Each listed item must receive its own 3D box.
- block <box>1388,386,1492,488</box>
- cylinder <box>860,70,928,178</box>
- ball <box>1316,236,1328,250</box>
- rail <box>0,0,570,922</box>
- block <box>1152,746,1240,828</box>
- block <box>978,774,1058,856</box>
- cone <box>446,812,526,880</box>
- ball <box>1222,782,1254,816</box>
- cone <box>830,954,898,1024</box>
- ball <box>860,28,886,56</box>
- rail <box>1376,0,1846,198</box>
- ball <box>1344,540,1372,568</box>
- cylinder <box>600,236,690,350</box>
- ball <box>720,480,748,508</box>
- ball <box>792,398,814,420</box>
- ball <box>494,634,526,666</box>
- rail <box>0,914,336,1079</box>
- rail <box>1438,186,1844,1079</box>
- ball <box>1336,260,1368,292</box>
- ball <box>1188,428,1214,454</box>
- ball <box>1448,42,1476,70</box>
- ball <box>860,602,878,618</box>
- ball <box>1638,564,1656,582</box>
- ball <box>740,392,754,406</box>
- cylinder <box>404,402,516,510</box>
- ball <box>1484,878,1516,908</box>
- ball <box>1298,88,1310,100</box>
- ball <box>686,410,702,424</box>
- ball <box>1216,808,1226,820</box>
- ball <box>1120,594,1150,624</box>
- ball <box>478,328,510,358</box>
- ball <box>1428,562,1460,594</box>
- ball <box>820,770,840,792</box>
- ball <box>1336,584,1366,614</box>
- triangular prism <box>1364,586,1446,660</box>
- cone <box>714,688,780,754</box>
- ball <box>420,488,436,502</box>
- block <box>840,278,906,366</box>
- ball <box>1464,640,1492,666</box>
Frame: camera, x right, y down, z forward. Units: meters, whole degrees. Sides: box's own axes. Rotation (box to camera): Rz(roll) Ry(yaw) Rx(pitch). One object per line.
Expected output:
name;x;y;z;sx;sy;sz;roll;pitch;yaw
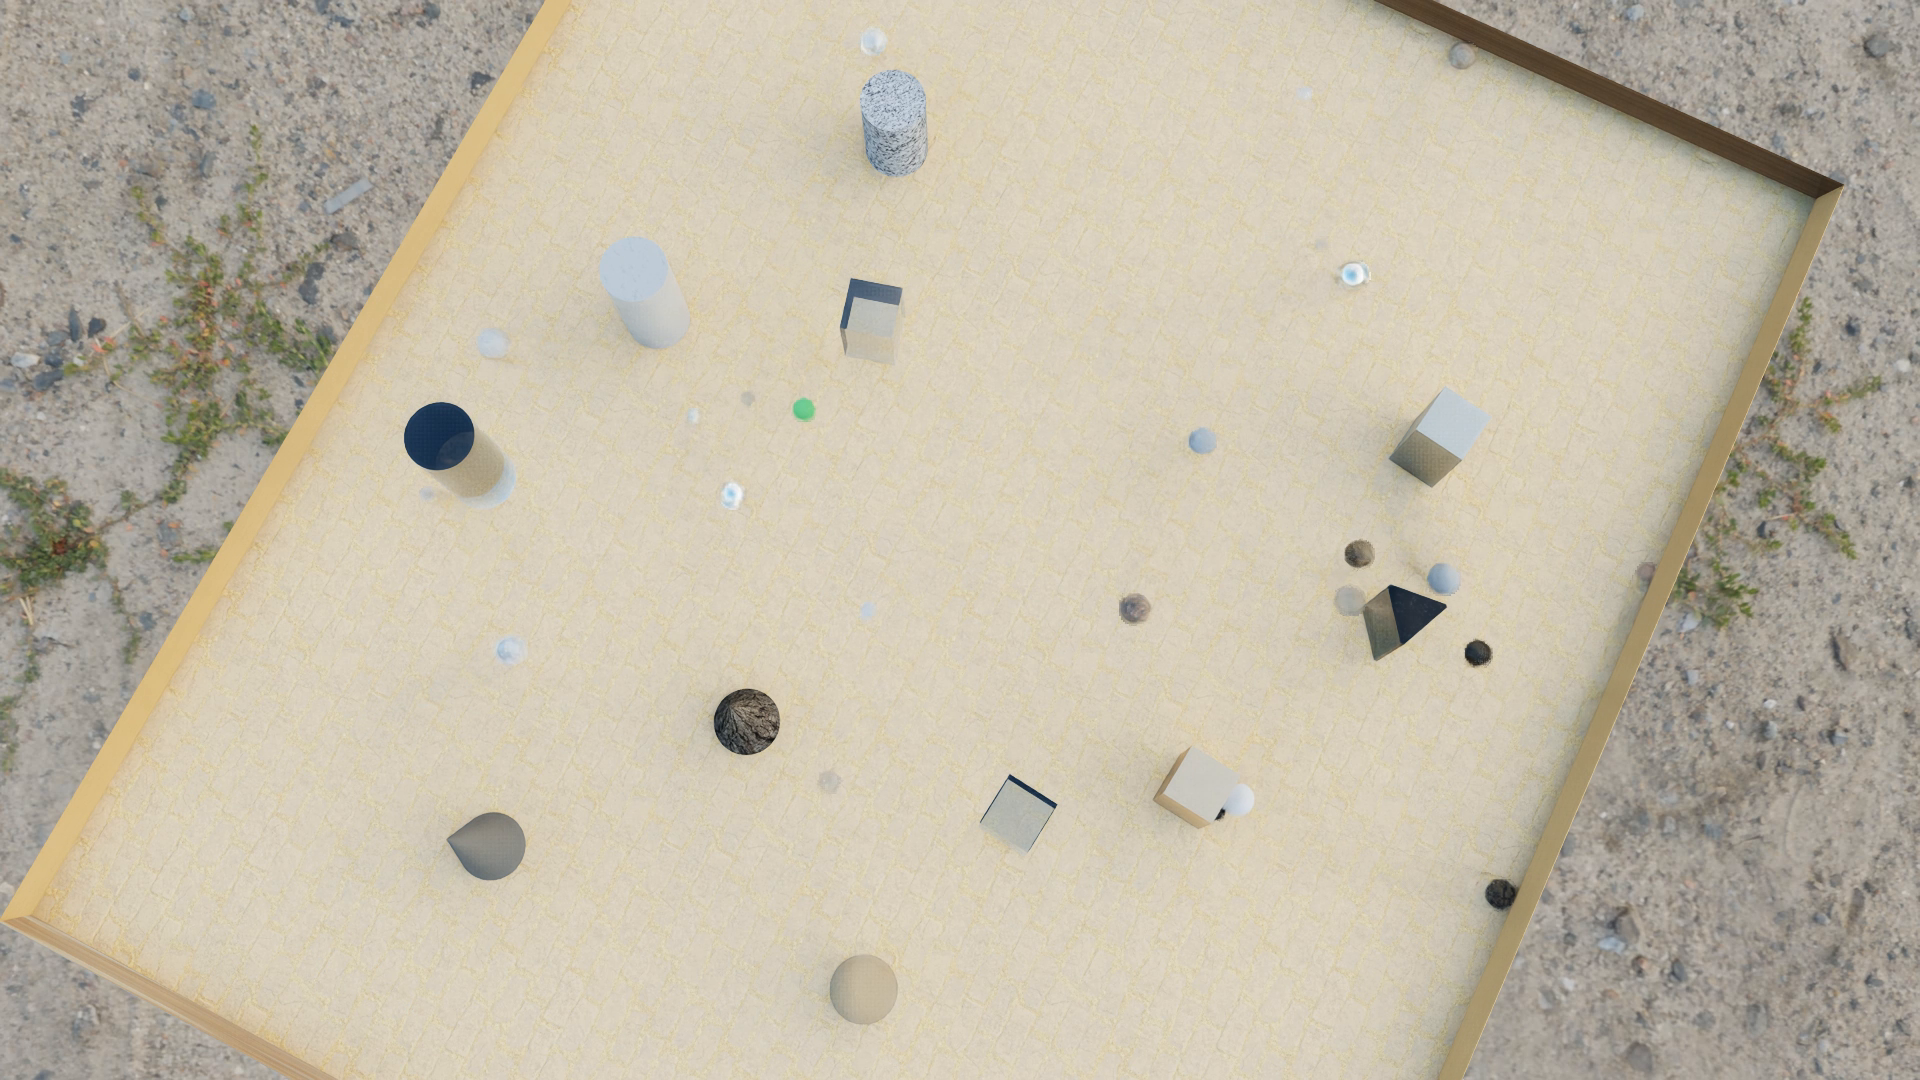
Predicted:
block;1.436;-0.305;5.500;0.160;0.351;0.160;35;80;7
cylinder;-0.202;-1.293;5.707;0.200;0.348;0.200;0;78;0
ball;1.143;-0.937;5.789;0.042;0.042;0.042;0;78;0
rail;-1.737;-0.843;5.724;0.045;0.130;4.482;26;80;5
block;0.682;0.719;5.310;0.160;0.308;0.160;32;80;6
block;0.165;0.798;5.296;0.160;0.304;0.160;32;80;6
cone;-1.387;0.857;5.187;0.200;0.494;0.200;0;78;0
ball;0.819;0.767;5.407;0.099;0.099;0.099;0;78;0
cone;-0.281;1.269;5.142;0.200;0.415;0.200;0;78;0
ball;-0.280;-1.604;5.905;0.086;0.086;0.086;0;78;0
rail;0.992;-1.935;5.950;3.931;0.130;0.045;26;80;5
ball;1.209;0.044;5.564;0.086;0.086;0.086;0;78;0
cylinder;-0.948;-0.741;5.540;0.200;0.450;0.200;0;78;0
ball;-0.693;-0.141;5.604;0.083;0.083;0.083;0;78;0
ball;-0.483;-0.404;5.666;0.068;0.068;0.068;0;78;0
ball;-1.351;0.332;5.500;0.095;0.095;0.095;0;78;0
rail;-0.992;1.949;5.146;3.931;0.130;0.045;26;80;5
rail;1.737;0.857;5.372;0.045;0.130;4.482;26;80;5
ball;1.226;-0.826;5.737;0.100;0.100;0.100;0;78;0
ball;0.743;-0.303;5.638;0.081;0.081;0.081;0;78;0
ball;1.616;-1.558;5.896;0.085;0.085;0.085;0;78;0
ball;-0.277;0.212;5.546;0.053;0.053;0.053;0;78;0
ball;2.089;0.101;5.567;0.057;0.057;0.057;0;78;0
ball;-0.659;-0.440;5.686;0.043;0.043;0.043;0;78;0
cylinder;-1.469;-0.242;5.412;0.200;0.499;0.200;0;78;0
ball;1.580;1.035;5.358;0.086;0.086;0.086;0;78;0
ball;1.106;-1.434;5.893;0.040;0.040;0.040;0;78;0
ball;-0.824;-0.380;5.672;0.046;0.046;0.046;0;78;0
ball;0.763;0.807;5.427;0.044;0.044;0.044;0;78;0
ball;0.529;0.206;5.528;0.091;0.091;0.091;0;78;0
ball;-1.446;-0.612;5.695;0.095;0.095;0.095;0;78;0
ball;1.462;0.115;5.545;0.094;0.094;0.094;0;78;0
ball;-0.387;0.716;5.436;0.063;0.063;0.063;0;78;0
ball;1.179;0.179;5.533;0.091;0.091;0.091;0;78;0
triangular prism;1.274;0.220;5.394;0.173;0.346;0.150;-39;81;-7
cone;-0.640;0.502;5.294;0.200;0.428;0.200;0;78;0
ball;-1.633;-0.140;5.624;0.042;0.042;0.042;0;78;0
block;-0.265;-0.665;5.611;0.160;0.280;0.160;11;79;2
ball;1.554;0.340;5.506;0.079;0.079;0.079;0;78;0
